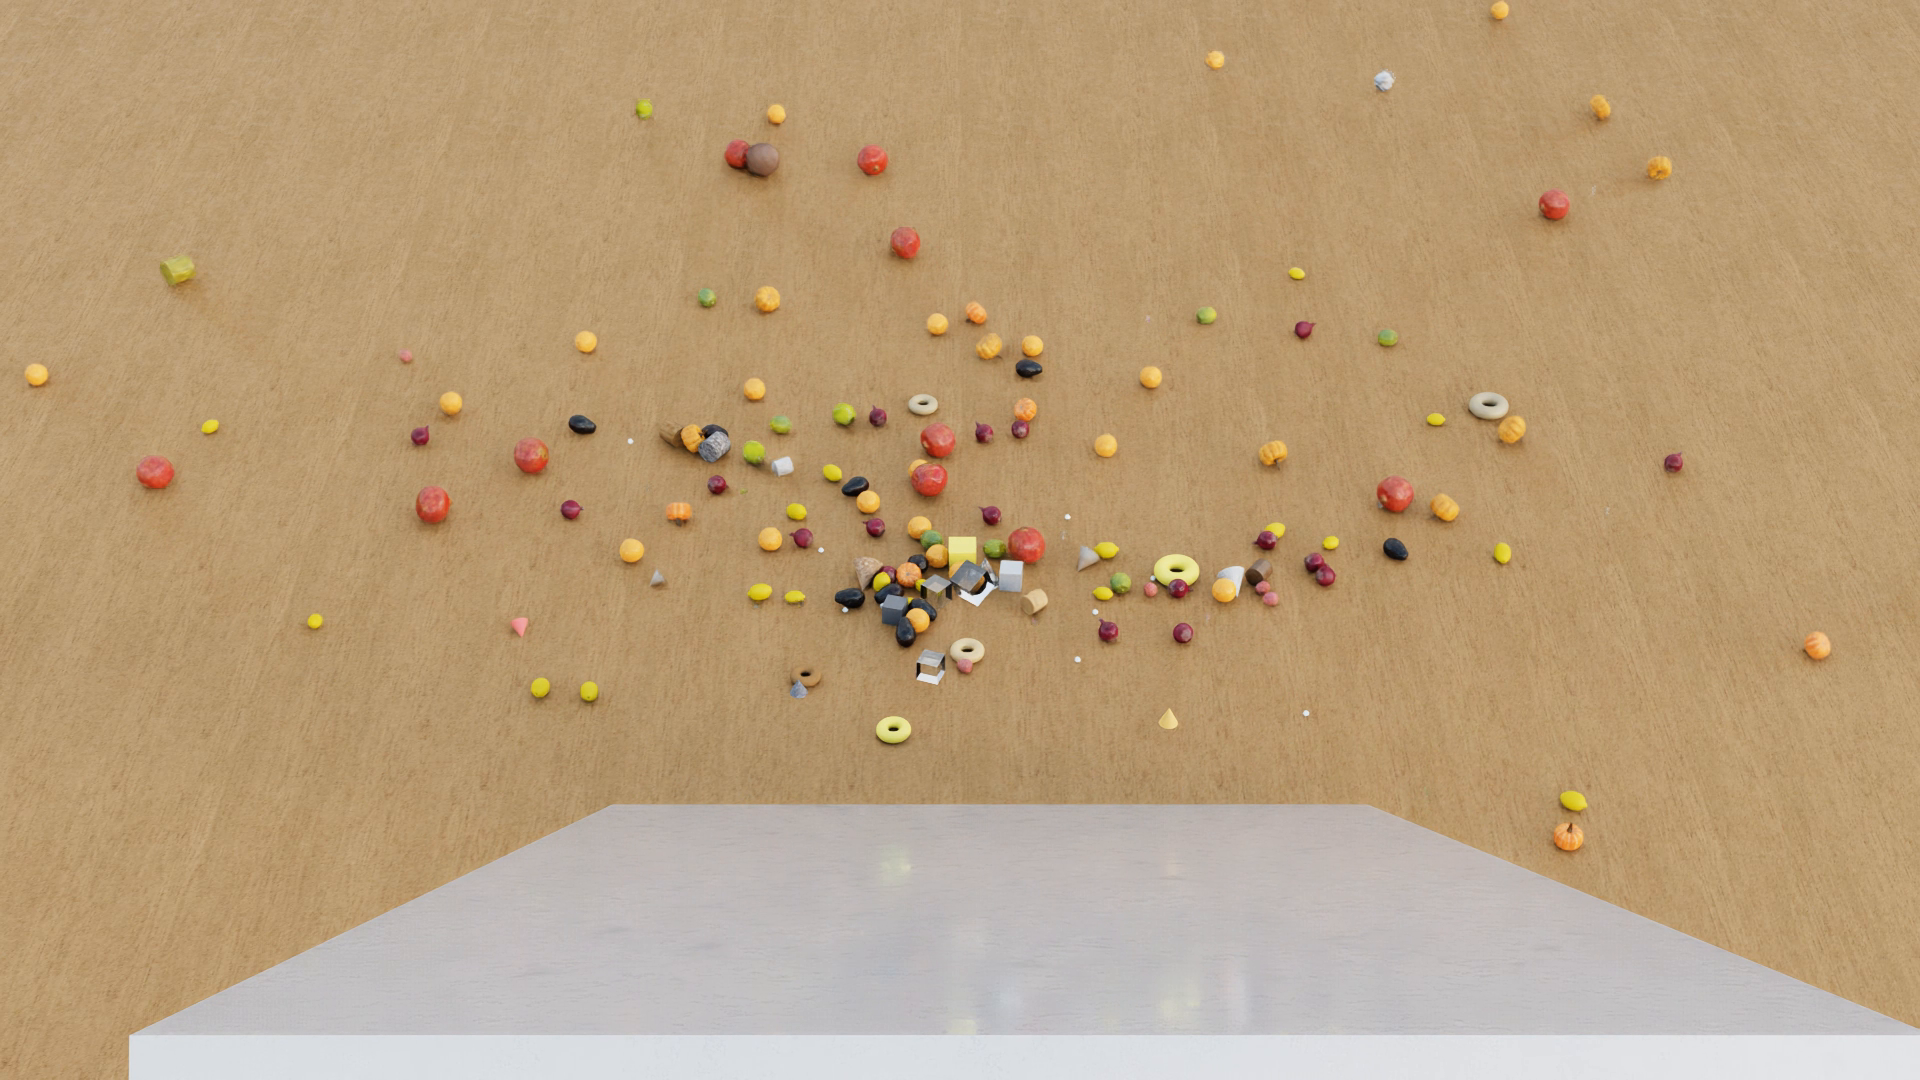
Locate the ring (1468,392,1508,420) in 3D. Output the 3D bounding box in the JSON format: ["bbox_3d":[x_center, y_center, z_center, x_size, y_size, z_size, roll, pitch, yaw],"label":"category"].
[{"bbox_3d":[1.739,-0.441,8.548,0.130,0.043,0.130,-1,37,1],"label":"ring"}]

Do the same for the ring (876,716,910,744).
[{"bbox_3d":[-0.185,0.527,7.223,0.098,0.033,0.098,-1,37,1],"label":"ring"}]

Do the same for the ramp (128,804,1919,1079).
[{"bbox_3d":[0.079,0.674,4.877,2.000,0.100,4.000,0,-2,0],"label":"ramp"}]

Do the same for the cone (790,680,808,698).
[{"bbox_3d":[-0.458,0.413,7.365,0.051,0.051,0.051,0,36,0],"label":"cone"}]

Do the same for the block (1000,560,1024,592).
[{"bbox_3d":[0.153,0.108,7.772,0.065,0.065,0.065,4,36,5],"label":"block"}]

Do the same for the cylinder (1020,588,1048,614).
[{"bbox_3d":[0.218,0.181,7.678,0.058,0.058,0.058,30,46,35],"label":"cylinder"}]

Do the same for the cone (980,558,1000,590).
[{"bbox_3d":[0.075,0.089,7.776,0.091,0.091,0.091,0,36,0],"label":"cone"}]

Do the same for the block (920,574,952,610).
[{"bbox_3d":[-0.070,0.156,7.705,0.067,0.067,0.067,26,43,31],"label":"block"}]

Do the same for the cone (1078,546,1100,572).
[{"bbox_3d":[0.374,0.068,7.855,0.072,0.072,0.072,25,69,30],"label":"cone"}]

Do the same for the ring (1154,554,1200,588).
[{"bbox_3d":[0.651,0.093,7.810,0.137,0.046,0.137,-1,37,1],"label":"ring"}]

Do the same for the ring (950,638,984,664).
[{"bbox_3d":[0.021,0.321,7.506,0.101,0.034,0.101,-1,36,1],"label":"ring"}]

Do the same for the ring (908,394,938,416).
[{"bbox_3d":[-0.121,-0.446,8.563,0.099,0.033,0.099,1,36,-1],"label":"ring"}]

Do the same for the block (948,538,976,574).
[{"bbox_3d":[0.008,0.048,7.841,0.081,0.081,0.081,0,36,0],"label":"block"}]

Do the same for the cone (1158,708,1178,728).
[{"bbox_3d":[0.583,0.489,7.256,0.054,0.054,0.054,0,36,0],"label":"cone"}]

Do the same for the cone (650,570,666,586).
[{"bbox_3d":[-0.912,0.123,7.787,0.051,0.051,0.051,-40,46,-7],"label":"cone"}]

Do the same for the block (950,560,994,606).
[{"bbox_3d":[0.036,0.127,7.708,0.083,0.083,0.083,28,69,33],"label":"block"}]

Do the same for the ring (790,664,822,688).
[{"bbox_3d":[-0.441,0.387,7.418,0.089,0.030,0.089,0,34,0],"label":"ring"}]

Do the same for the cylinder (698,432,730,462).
[{"bbox_3d":[-0.785,-0.298,8.324,0.074,0.074,0.074,21,41,26],"label":"cylinder"}]

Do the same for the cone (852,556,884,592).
[{"bbox_3d":[-0.283,0.114,7.783,0.095,0.095,0.095,6,63,9],"label":"cone"}]

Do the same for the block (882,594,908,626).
[{"bbox_3d":[-0.191,0.207,7.638,0.062,0.062,0.062,9,37,13],"label":"block"}]

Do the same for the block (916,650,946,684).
[{"bbox_3d":[-0.083,0.362,7.423,0.064,0.064,0.064,12,38,17],"label":"block"}]

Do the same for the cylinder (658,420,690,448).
[{"bbox_3d":[-0.922,-0.343,8.390,0.070,0.070,0.070,-30,46,-35],"label":"cylinder"}]

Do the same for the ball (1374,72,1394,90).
[{"bbox_3d":[1.705,-1.845,10.454,0.076,0.076,0.076,0,36,0],"label":"ball"}]

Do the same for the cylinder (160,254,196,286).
[{"bbox_3d":[-2.775,-0.958,9.224,0.085,0.085,0.085,-29,45,-34],"label":"cylinder"}]

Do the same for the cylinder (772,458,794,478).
[{"bbox_3d":[-0.564,-0.231,8.251,0.052,0.052,0.052,-16,39,-21],"label":"cylinder"}]
